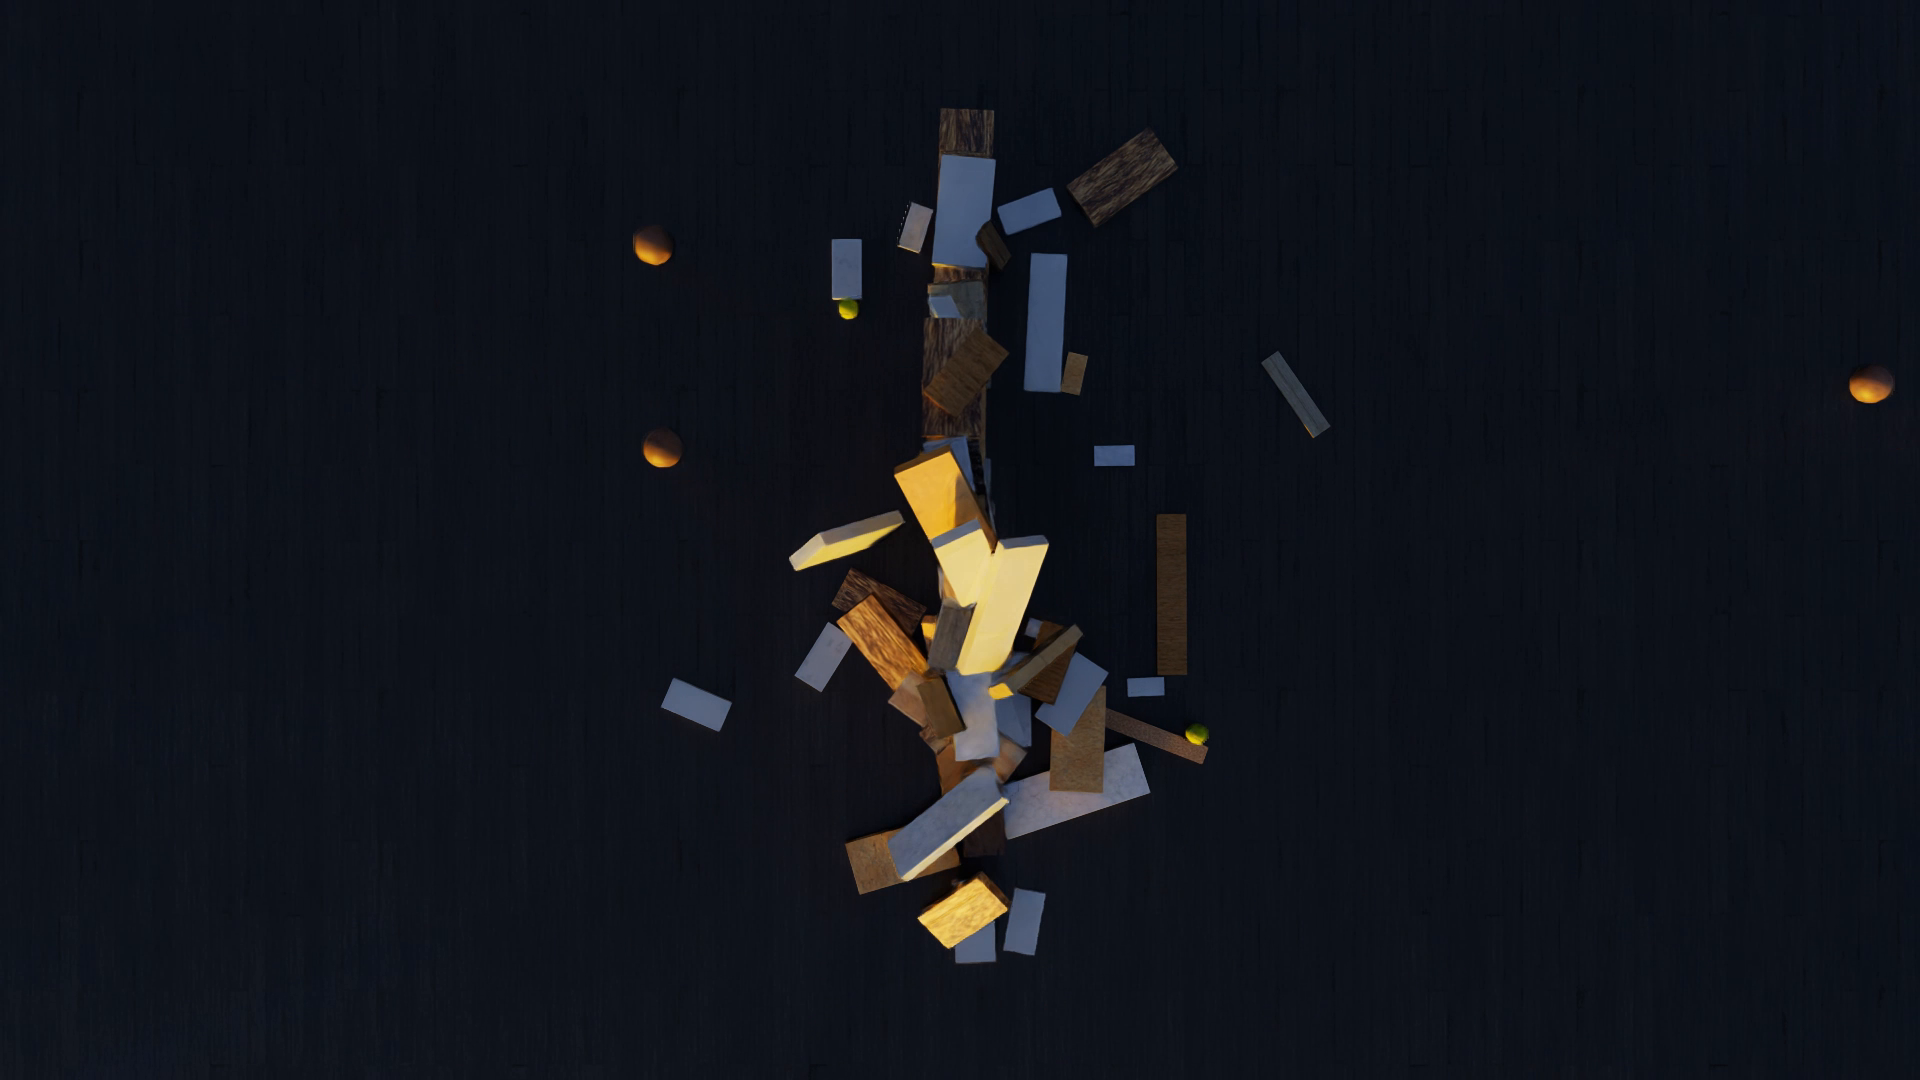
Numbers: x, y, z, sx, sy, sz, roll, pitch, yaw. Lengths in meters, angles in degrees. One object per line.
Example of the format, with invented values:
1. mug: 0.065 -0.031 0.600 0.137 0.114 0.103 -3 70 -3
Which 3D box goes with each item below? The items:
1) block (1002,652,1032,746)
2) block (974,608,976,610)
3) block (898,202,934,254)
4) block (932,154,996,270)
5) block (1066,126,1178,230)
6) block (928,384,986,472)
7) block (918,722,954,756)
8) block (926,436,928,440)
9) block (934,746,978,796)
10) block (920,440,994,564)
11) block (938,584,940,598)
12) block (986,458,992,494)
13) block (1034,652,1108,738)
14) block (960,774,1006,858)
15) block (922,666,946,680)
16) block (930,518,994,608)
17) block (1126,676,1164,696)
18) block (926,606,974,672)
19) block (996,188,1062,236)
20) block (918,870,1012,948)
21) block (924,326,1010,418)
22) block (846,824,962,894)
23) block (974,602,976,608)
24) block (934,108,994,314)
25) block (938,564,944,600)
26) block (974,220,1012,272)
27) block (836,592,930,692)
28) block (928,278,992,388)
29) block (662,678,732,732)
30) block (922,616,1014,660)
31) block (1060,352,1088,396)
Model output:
1. block: 0.155 0.528 5.467 0.155 0.044 0.310 0 89 -7
2. block: 0.026 0.256 5.209 0.067 0.134 0.019 -16 124 -3
3. block: -0.147 -1.037 5.483 0.076 0.021 0.151 18 90 -6
4. block: 0.013 -1.076 5.424 0.178 0.050 0.356 5 90 0
5. block: 0.538 -1.202 5.476 0.336 0.048 0.168 -36 90 0
6. block: -0.010 -0.343 4.803 0.169 0.048 0.338 1 89 0
7. block: -0.034 0.595 5.304 0.185 0.026 0.093 -41 94 2
8. block: -0.023 -0.388 4.993 0.169 0.338 0.048 -4 67 0
9. block: 0.003 0.730 5.419 0.155 0.044 0.474 -10 95 -9
10. block: -0.006 -0.108 4.721 0.169 0.048 0.338 -8 107 3
11. block: 0.011 0.145 5.126 0.152 0.304 0.043 -1 83 -1
12. block: 0.008 -0.149 5.080 0.169 0.516 0.048 -2 76 0
13. block: 0.367 0.509 5.421 0.126 0.036 0.253 33 84 9
14. block: 0.075 0.897 5.397 0.134 0.038 0.268 -2 93 -9
15. block: -0.053 0.412 5.490 0.192 0.019 0.067 -33 90 0
16. block: 0.025 0.067 4.603 0.142 0.284 0.040 -25 50 0
17. block: 0.618 0.488 5.491 0.122 0.017 0.061 -3 90 0
18. block: -0.030 0.293 4.866 0.089 0.025 0.177 17 90 0
19. block: 0.230 -1.092 5.486 0.196 0.028 0.098 -20 90 0
20. block: 0.014 1.205 5.363 0.147 0.042 0.294 46 120 -6
21. block: 0.018 -0.478 4.717 0.121 0.034 0.242 39 89 1
22. block: -0.188 1.040 5.475 0.349 0.049 0.175 -16 90 0
23. block: 0.001 0.251 5.411 0.097 0.194 0.028 8 53 4
24. block: 0.012 -1.074 5.475 0.178 0.050 0.699 2 90 0
25. block: 0.005 0.021 4.948 0.152 0.043 0.304 -4 91 -1
26. block: 0.109 -0.962 5.402 0.151 0.021 0.076 54 56 -37
27. block: -0.248 0.337 5.443 0.155 0.044 0.310 -38 96 15
28. block: -0.001 -0.670 5.420 0.178 0.050 0.356 -5 108 0
29. block: -0.875 0.547 5.485 0.210 0.030 0.105 23 90 0
30. block: 0.025 0.321 5.402 0.284 0.040 0.142 1 124 16
31. block: 0.379 -0.554 5.491 0.067 0.019 0.133 12 90 0
